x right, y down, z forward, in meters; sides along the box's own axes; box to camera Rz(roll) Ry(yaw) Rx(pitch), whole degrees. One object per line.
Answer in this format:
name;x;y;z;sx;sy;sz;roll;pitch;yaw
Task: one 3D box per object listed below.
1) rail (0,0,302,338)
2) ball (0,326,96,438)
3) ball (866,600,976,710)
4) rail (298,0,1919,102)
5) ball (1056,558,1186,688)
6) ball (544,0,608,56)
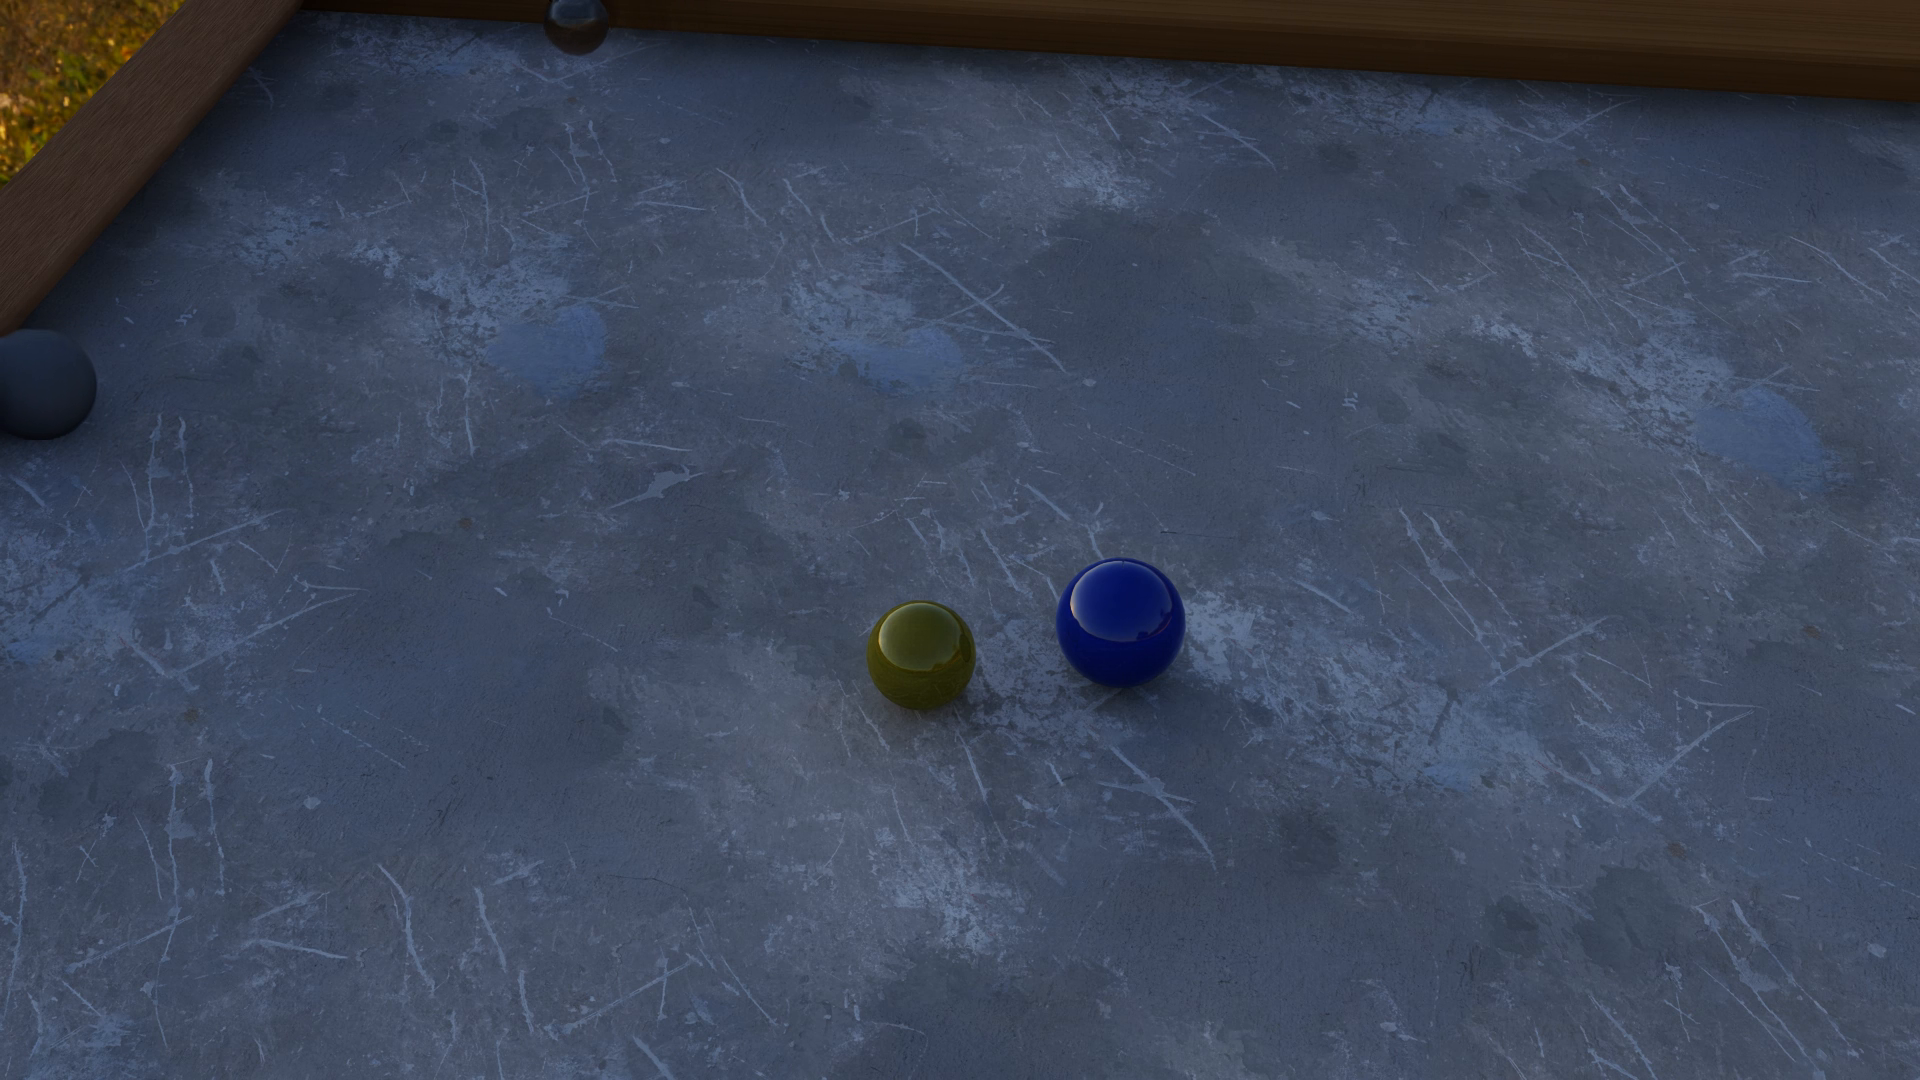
rail;-0.825;-0.081;1.952;0.045;0.118;1.922;5;35;7
ball;-0.734;-0.125;2.043;0.089;0.089;0.089;0;35;0
ball;-0.027;0.079;1.759;0.076;0.076;0.076;0;35;0
rail;0.979;-0.475;2.523;3.428;0.118;0.045;5;35;7
ball;0.111;0.057;1.778;0.091;0.091;0.091;0;35;0
ball;-0.397;-0.536;2.658;0.066;0.066;0.066;0;35;0
